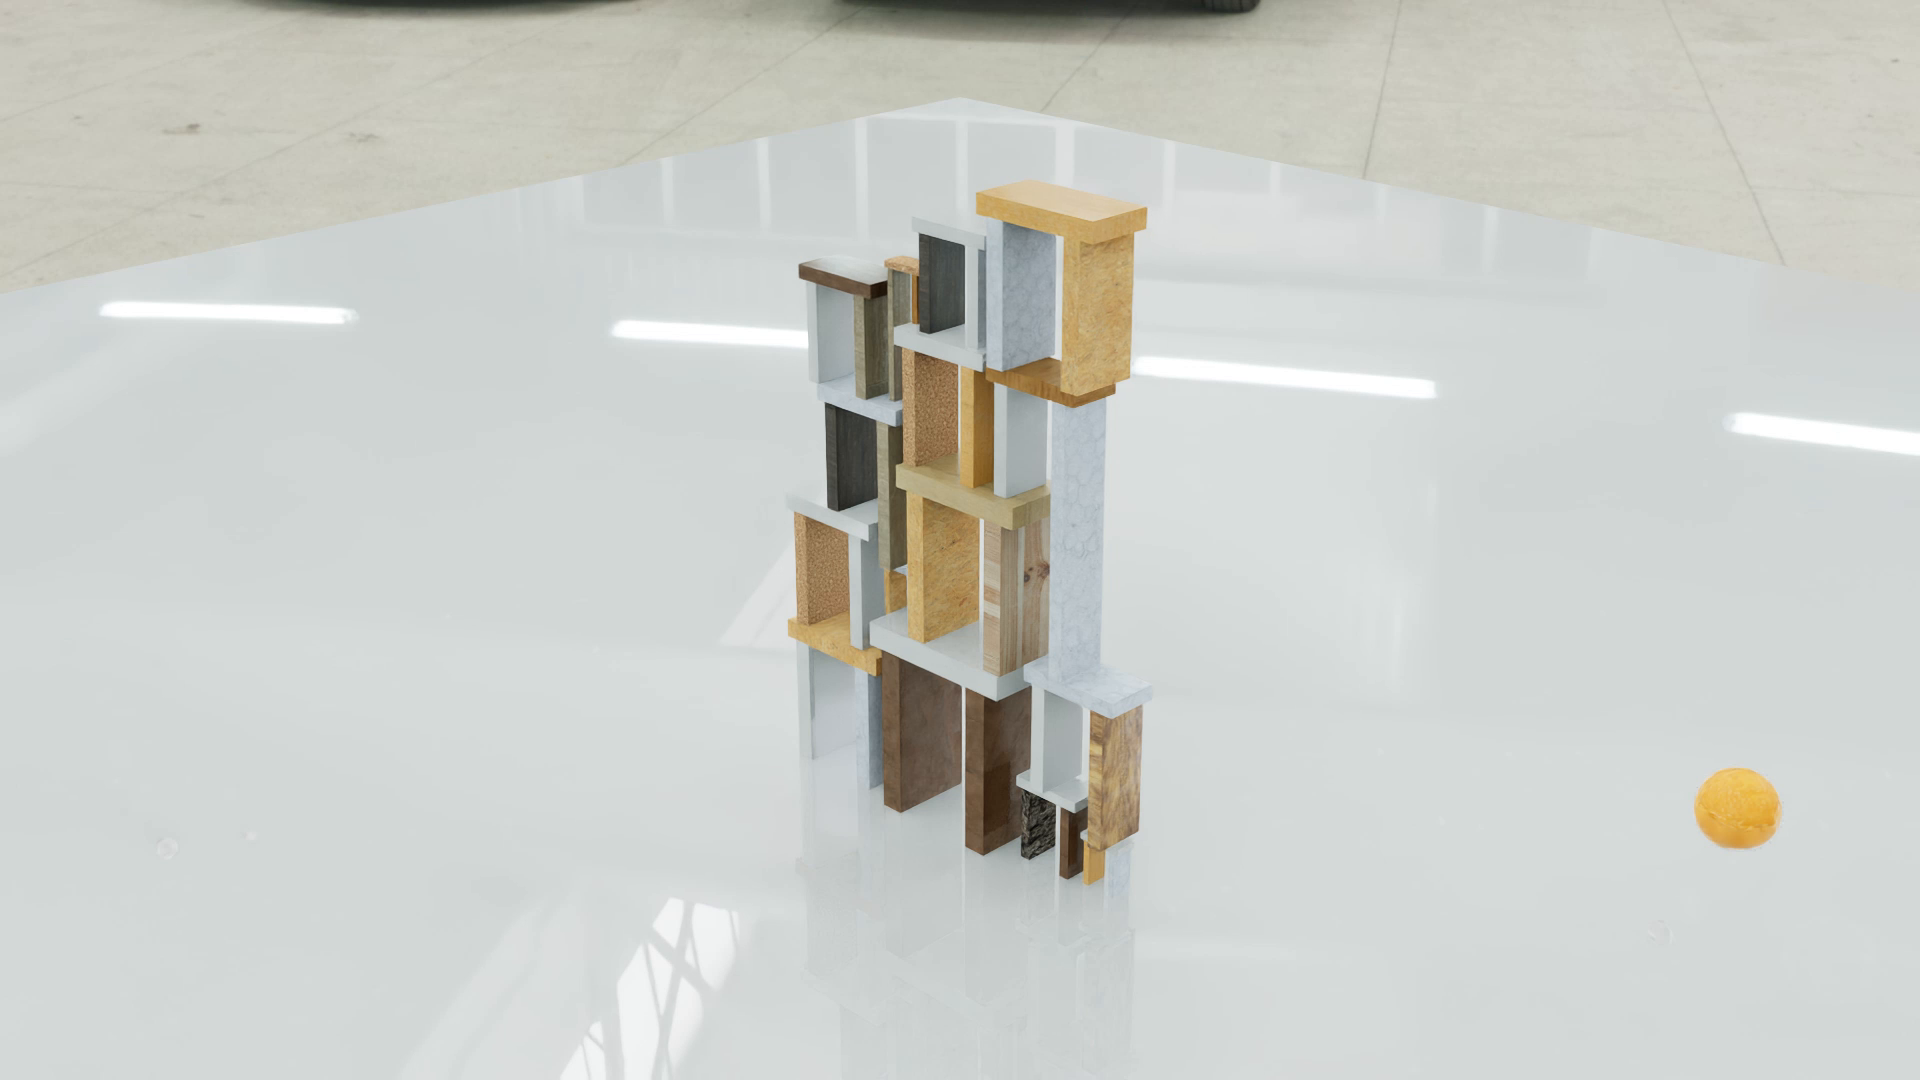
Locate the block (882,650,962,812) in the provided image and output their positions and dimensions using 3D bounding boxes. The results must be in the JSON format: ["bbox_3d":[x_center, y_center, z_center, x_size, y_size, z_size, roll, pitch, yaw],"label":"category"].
[{"bbox_3d":[-0.076,0.361,4.461,0.050,0.351,0.175,21,31,41],"label":"block"}]

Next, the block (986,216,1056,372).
[{"bbox_3d":[0.110,-0.450,3.912,0.137,0.274,0.039,-21,31,-40],"label":"block"}]

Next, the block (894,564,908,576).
[{"bbox_3d":[-0.105,0.051,4.353,0.095,0.014,0.048,21,31,40],"label":"block"}]

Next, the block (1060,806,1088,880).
[{"bbox_3d":[0.226,0.569,4.225,0.022,0.152,0.076,21,31,41],"label":"block"}]

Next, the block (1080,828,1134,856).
[{"bbox_3d":[0.279,0.568,4.164,0.047,0.013,0.095,-21,31,-40],"label":"block"}]

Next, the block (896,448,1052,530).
[{"bbox_3d":[0.041,-0.100,4.130,0.307,0.043,0.153,21,31,41],"label":"block"}]

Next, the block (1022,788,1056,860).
[{"bbox_3d":[0.154,0.541,4.291,0.022,0.152,0.076,21,31,41],"label":"block"}]

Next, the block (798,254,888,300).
[{"bbox_3d":[-0.205,-0.507,4.229,0.204,0.029,0.102,21,31,41],"label":"block"}]

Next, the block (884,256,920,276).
[{"bbox_3d":[-0.092,-0.513,4.110,0.095,0.013,0.047,21,31,39],"label":"block"}]

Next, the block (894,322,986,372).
[{"bbox_3d":[-0.001,-0.365,4.064,0.231,0.033,0.116,21,31,41],"label":"block"}]

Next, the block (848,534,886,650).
[{"bbox_3d":[-0.166,0.088,4.447,0.035,0.248,0.124,21,31,41],"label":"block"}]

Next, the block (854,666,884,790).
[{"bbox_3d":[-0.153,0.368,4.547,0.038,0.270,0.135,21,31,41],"label":"block"}]

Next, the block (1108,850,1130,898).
[{"bbox_3d":[0.302,0.626,4.164,0.047,0.095,0.013,-21,31,-41],"label":"block"}]

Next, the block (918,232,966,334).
[{"bbox_3d":[-0.033,-0.482,4.058,0.027,0.187,0.094,21,31,41],"label":"block"}]

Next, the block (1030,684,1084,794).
[{"bbox_3d":[0.185,0.360,4.182,0.031,0.222,0.111,21,31,41],"label":"block"}]

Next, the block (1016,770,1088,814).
[{"bbox_3d":[0.190,0.475,4.224,0.152,0.022,0.076,21,31,41],"label":"block"}]

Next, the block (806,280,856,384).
[{"bbox_3d":[-0.252,-0.418,4.318,0.102,0.204,0.029,-21,30,-40],"label":"block"}]

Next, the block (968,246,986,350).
[{"bbox_3d":[0.055,-0.447,3.976,0.094,0.187,0.027,-21,31,-40],"label":"block"}]

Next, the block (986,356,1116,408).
[{"bbox_3d":[0.161,-0.288,3.922,0.108,0.031,0.217,-21,31,-40],"label":"block"}]

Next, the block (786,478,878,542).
[{"bbox_3d":[-0.224,-0.065,4.445,0.247,0.035,0.124,21,31,41],"label":"block"}]

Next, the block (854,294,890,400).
[{"bbox_3d":[-0.156,-0.381,4.229,0.102,0.204,0.029,-21,30,-40],"label":"block"}]

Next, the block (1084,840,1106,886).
[{"bbox_3d":[0.257,0.609,4.205,0.047,0.095,0.013,-21,31,-41],"label":"block"}]

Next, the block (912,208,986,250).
[{"bbox_3d":[0.011,-0.563,3.975,0.094,0.027,0.187,-21,31,-40],"label":"block"}]

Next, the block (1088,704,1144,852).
[{"bbox_3d":[0.289,0.432,4.098,0.111,0.288,0.031,-21,31,-40],"label":"block"}]

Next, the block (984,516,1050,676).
[{"bbox_3d":[0.113,0.089,4.132,0.043,0.307,0.153,21,31,41],"label":"block"}]

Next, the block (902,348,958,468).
[{"bbox_3d":[-0.055,-0.265,4.165,0.033,0.231,0.116,21,31,41],"label":"block"}]

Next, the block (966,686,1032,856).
[{"bbox_3d":[0.090,0.425,4.309,0.050,0.351,0.175,21,31,41],"label":"block"}]

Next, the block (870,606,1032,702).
[{"bbox_3d":[0.007,0.209,4.307,0.351,0.050,0.175,21,31,41],"label":"block"}]

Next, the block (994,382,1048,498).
[{"bbox_3d":[0.111,-0.194,4.017,0.108,0.217,0.031,-21,31,-41],"label":"block"}]

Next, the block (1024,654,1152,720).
[{"bbox_3d":[0.237,0.264,4.085,0.111,0.031,0.222,-21,31,-40],"label":"block"}]

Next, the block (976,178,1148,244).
[{"bbox_3d":[0.173,-0.568,3.790,0.137,0.039,0.274,-21,31,-40],"label":"block"}]

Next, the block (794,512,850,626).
[{"bbox_3d":[-0.282,0.043,4.554,0.035,0.248,0.124,21,31,41],"label":"block"}]

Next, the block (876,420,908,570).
[{"bbox_3d":[-0.109,-0.100,4.300,0.112,0.305,0.032,-21,31,-41],"label":"block"}]

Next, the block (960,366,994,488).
[{"bbox_3d":[0.054,-0.222,4.065,0.033,0.231,0.116,21,31,41],"label":"block"}]

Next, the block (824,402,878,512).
[{"bbox_3d":[-0.215,-0.179,4.382,0.032,0.224,0.112,21,31,41],"label":"block"}]

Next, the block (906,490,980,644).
[{"bbox_3d":[-0.031,0.033,4.265,0.043,0.307,0.153,21,31,41],"label":"block"}]

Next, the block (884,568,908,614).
[{"bbox_3d":[-0.128,0.134,4.414,0.014,0.188,0.048,20,30,41],"label":"block"}]

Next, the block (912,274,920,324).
[{"bbox_3d":[-0.069,-0.454,4.111,0.013,0.095,0.047,21,31,41],"label":"block"}]

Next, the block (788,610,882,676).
[{"bbox_3d":[-0.216,0.201,4.546,0.270,0.038,0.135,21,31,41],"label":"block"}]

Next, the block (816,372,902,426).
[{"bbox_3d":[-0.162,-0.276,4.283,0.112,0.032,0.224,-21,31,-40],"label":"block"}]

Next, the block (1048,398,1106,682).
[{"bbox_3d":[0.212,-0.005,3.987,0.108,0.541,0.031,-21,31,-40],"label":"block"}]

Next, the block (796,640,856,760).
[{"bbox_3d":[-0.280,0.318,4.665,0.038,0.270,0.135,21,31,41],"label":"block"}]

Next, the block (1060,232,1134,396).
[{"bbox_3d":[0.237,-0.398,3.791,0.137,0.274,0.039,-21,31,-40],"label":"block"}]

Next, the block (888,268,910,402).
[{"bbox_3d":[-0.115,-0.394,4.184,0.013,0.263,0.047,21,31,40],"label":"block"}]
